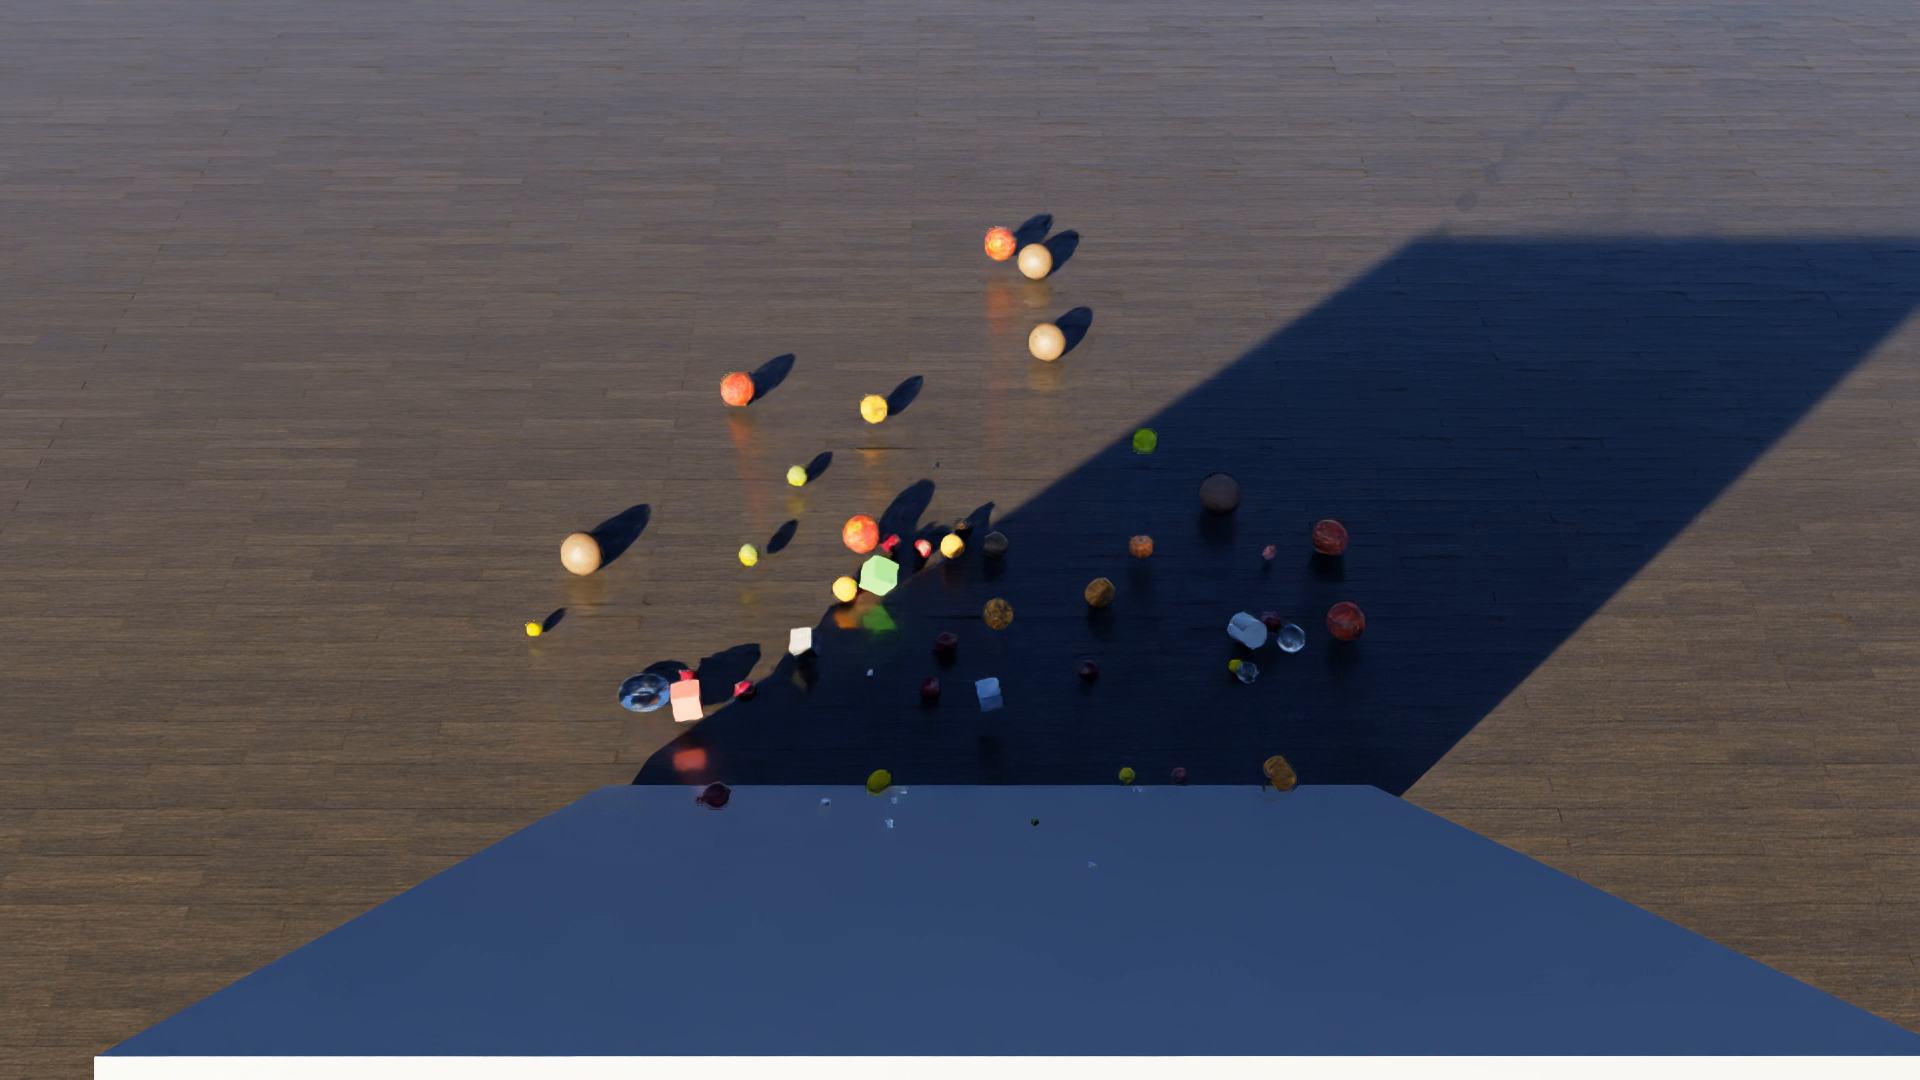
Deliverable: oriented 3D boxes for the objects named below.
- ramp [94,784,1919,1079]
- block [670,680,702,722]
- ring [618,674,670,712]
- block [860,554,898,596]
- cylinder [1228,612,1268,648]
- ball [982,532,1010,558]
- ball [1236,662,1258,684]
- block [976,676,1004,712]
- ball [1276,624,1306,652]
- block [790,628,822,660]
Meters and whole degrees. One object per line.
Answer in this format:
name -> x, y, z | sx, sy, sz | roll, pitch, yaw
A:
ramp -> 0.074, 0.646, 4.772 | 2.000, 0.100, 4.000 | 0, -1, 0
block -> -0.745, 0.438, 7.070 | 0.075, 0.075, 0.075 | -7, 33, -2
ring -> -0.876, 0.424, 7.204 | 0.149, 0.050, 0.149 | -1, 33, 1
block -> -0.237, 0.104, 7.588 | 0.077, 0.077, 0.077 | 24, 55, -26
cylinder -> 0.822, 0.258, 7.407 | 0.083, 0.083, 0.083 | -16, 24, -23
ball -> 0.107, 0.016, 7.791 | 0.080, 0.080, 0.080 | 0, 33, 0
ball -> 0.805, 0.371, 7.274 | 0.060, 0.060, 0.060 | 0, 33, 0
block -> 0.081, 0.421, 7.075 | 0.062, 0.062, 0.062 | -14, 49, 1
ball -> 0.944, 0.280, 7.391 | 0.082, 0.082, 0.082 | 0, 33, 0
block -> -0.438, 0.293, 7.346 | 0.064, 0.064, 0.064 | -7, 60, 21
